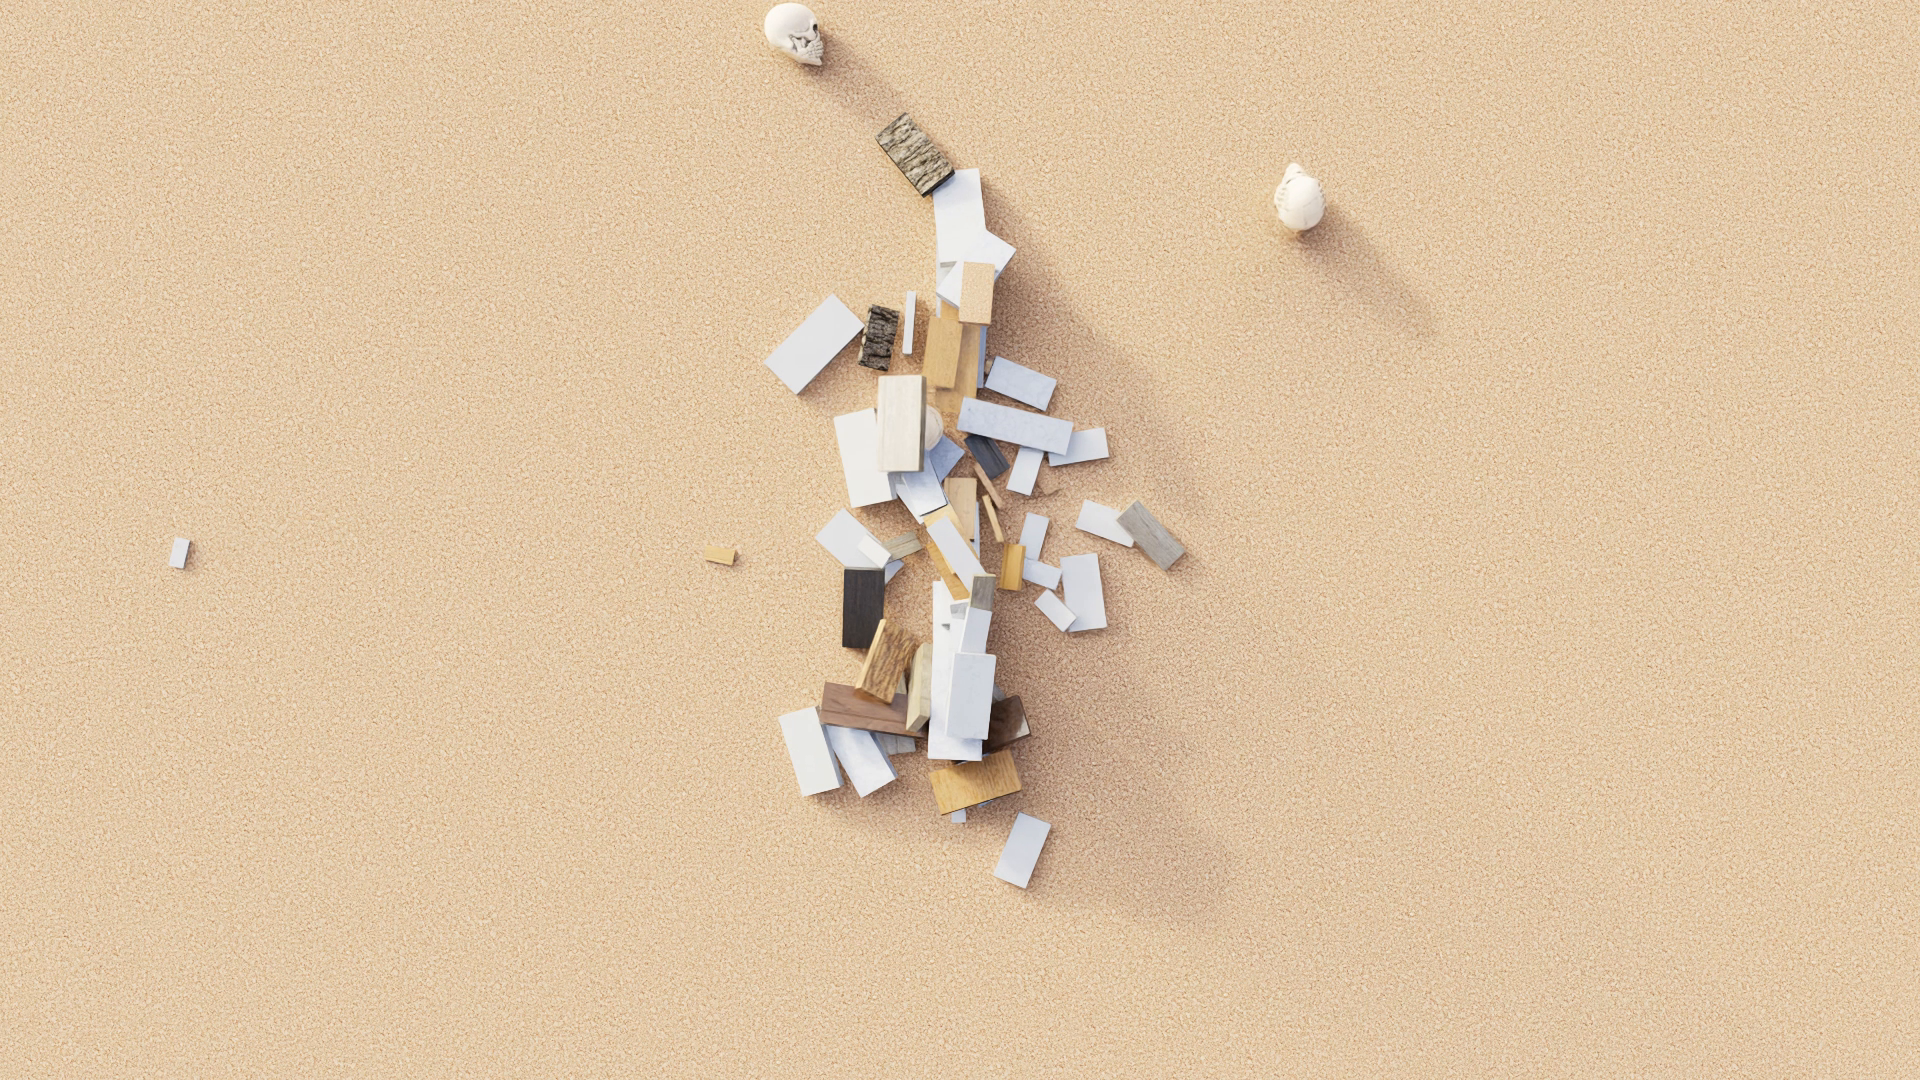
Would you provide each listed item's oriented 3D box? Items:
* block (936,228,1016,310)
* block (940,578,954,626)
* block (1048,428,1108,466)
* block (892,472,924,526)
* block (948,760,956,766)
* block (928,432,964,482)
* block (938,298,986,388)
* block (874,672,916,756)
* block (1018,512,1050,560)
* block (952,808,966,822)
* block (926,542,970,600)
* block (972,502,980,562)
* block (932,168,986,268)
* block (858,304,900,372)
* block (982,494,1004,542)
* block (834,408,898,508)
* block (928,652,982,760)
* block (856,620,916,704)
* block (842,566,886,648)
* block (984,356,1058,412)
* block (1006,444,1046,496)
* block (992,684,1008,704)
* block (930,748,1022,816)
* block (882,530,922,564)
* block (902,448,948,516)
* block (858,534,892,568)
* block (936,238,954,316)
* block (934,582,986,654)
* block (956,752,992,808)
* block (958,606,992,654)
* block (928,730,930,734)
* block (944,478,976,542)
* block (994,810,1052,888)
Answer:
[{"bbox_3d":[0.052,-0.867,5.346,0.134,0.038,0.267,34,79,6],"label":"block"},{"bbox_3d":[0.001,0.158,5.428,0.126,0.036,0.251,0,72,0],"label":"block"},{"bbox_3d":[0.389,-0.309,5.486,0.197,0.028,0.099,-9,90,0],"label":"block"},{"bbox_3d":[-0.148,-0.163,5.440,0.105,0.030,0.211,-38,76,4],"label":"block"},{"bbox_3d":[-0.008,0.749,5.477,0.048,0.014,0.095,-26,75,-5],"label":"block"},{"bbox_3d":[-0.089,-0.243,5.485,0.105,0.030,0.211,39,90,0],"label":"block"},{"bbox_3d":[0.006,-0.669,5.442,0.160,0.045,0.320,4,103,-1],"label":"block"},{"bbox_3d":[-0.236,0.572,5.480,0.138,0.039,0.276,-9,90,0],"label":"block"},{"bbox_3d":[0.241,-0.010,5.489,0.075,0.021,0.150,16,90,0],"label":"block"},{"bbox_3d":[-0.006,0.892,5.493,0.048,0.014,0.095,-3,90,0],"label":"block"},{"bbox_3d":[0.001,0.100,5.369,0.126,0.036,0.251,-27,88,-1],"label":"block"},{"bbox_3d":[0.001,-0.002,5.443,0.126,0.036,0.251,-1,72,0],"label":"block"},{"bbox_3d":[-0.001,-1.062,5.437,0.160,0.045,0.320,-6,76,-1],"label":"block"},{"bbox_3d":[-0.270,-0.669,5.465,0.102,0.029,0.203,12,90,-25],"label":"block"},{"bbox_3d":[0.109,-0.071,5.460,0.023,0.080,0.159,-19,90,-1],"label":"block"},{"bbox_3d":[-0.312,-0.271,5.448,0.153,0.043,0.306,-11,90,25],"label":"block"},{"bbox_3d":[-0.009,0.535,5.318,0.171,0.049,0.343,3,84,0],"label":"block"},{"bbox_3d":[-0.242,0.398,5.406,0.124,0.035,0.248,30,67,-26],"label":"block"},{"bbox_3d":[-0.319,0.224,5.452,0.134,0.038,0.267,3,103,0],"label":"block"},{"bbox_3d":[0.200,-0.519,5.470,0.219,0.031,0.109,21,90,-8],"label":"block"},{"bbox_3d":[0.219,-0.233,5.471,0.081,0.023,0.163,17,82,9],"label":"block"},{"bbox_3d":[0.105,0.551,5.484,0.114,0.032,0.228,-41,90,0],"label":"block"},{"bbox_3d":[0.051,0.793,5.402,0.277,0.039,0.139,-17,75,-3],"label":"block"},{"bbox_3d":[-0.202,0.026,5.462,0.138,0.020,0.069,-23,81,-21],"label":"block"},{"bbox_3d":[-0.121,-0.188,5.379,0.102,0.029,0.203,-22,78,8],"label":"block"},{"bbox_3d":[-0.280,0.036,5.429,0.113,0.016,0.057,39,107,18],"label":"block"},{"bbox_3d":[0.002,-0.877,5.477,0.160,0.045,0.320,0,90,0],"label":"block"},{"bbox_3d":[-0.002,0.307,5.425,0.171,0.049,0.343,0,73,0],"label":"block"},{"bbox_3d":[0.060,0.756,5.450,0.114,0.032,0.228,-28,76,-6],"label":"block"},{"bbox_3d":[0.048,0.299,5.282,0.079,0.022,0.157,13,84,-17],"label":"block"},{"bbox_3d":[-0.009,0.528,5.406,0.171,0.049,0.343,3,71,1],"label":"block"},{"bbox_3d":[-0.002,-0.101,5.442,0.105,0.030,0.211,2,72,1],"label":"block"},{"bbox_3d":[0.207,1.029,5.484,0.114,0.032,0.228,22,90,0],"label":"block"}]
